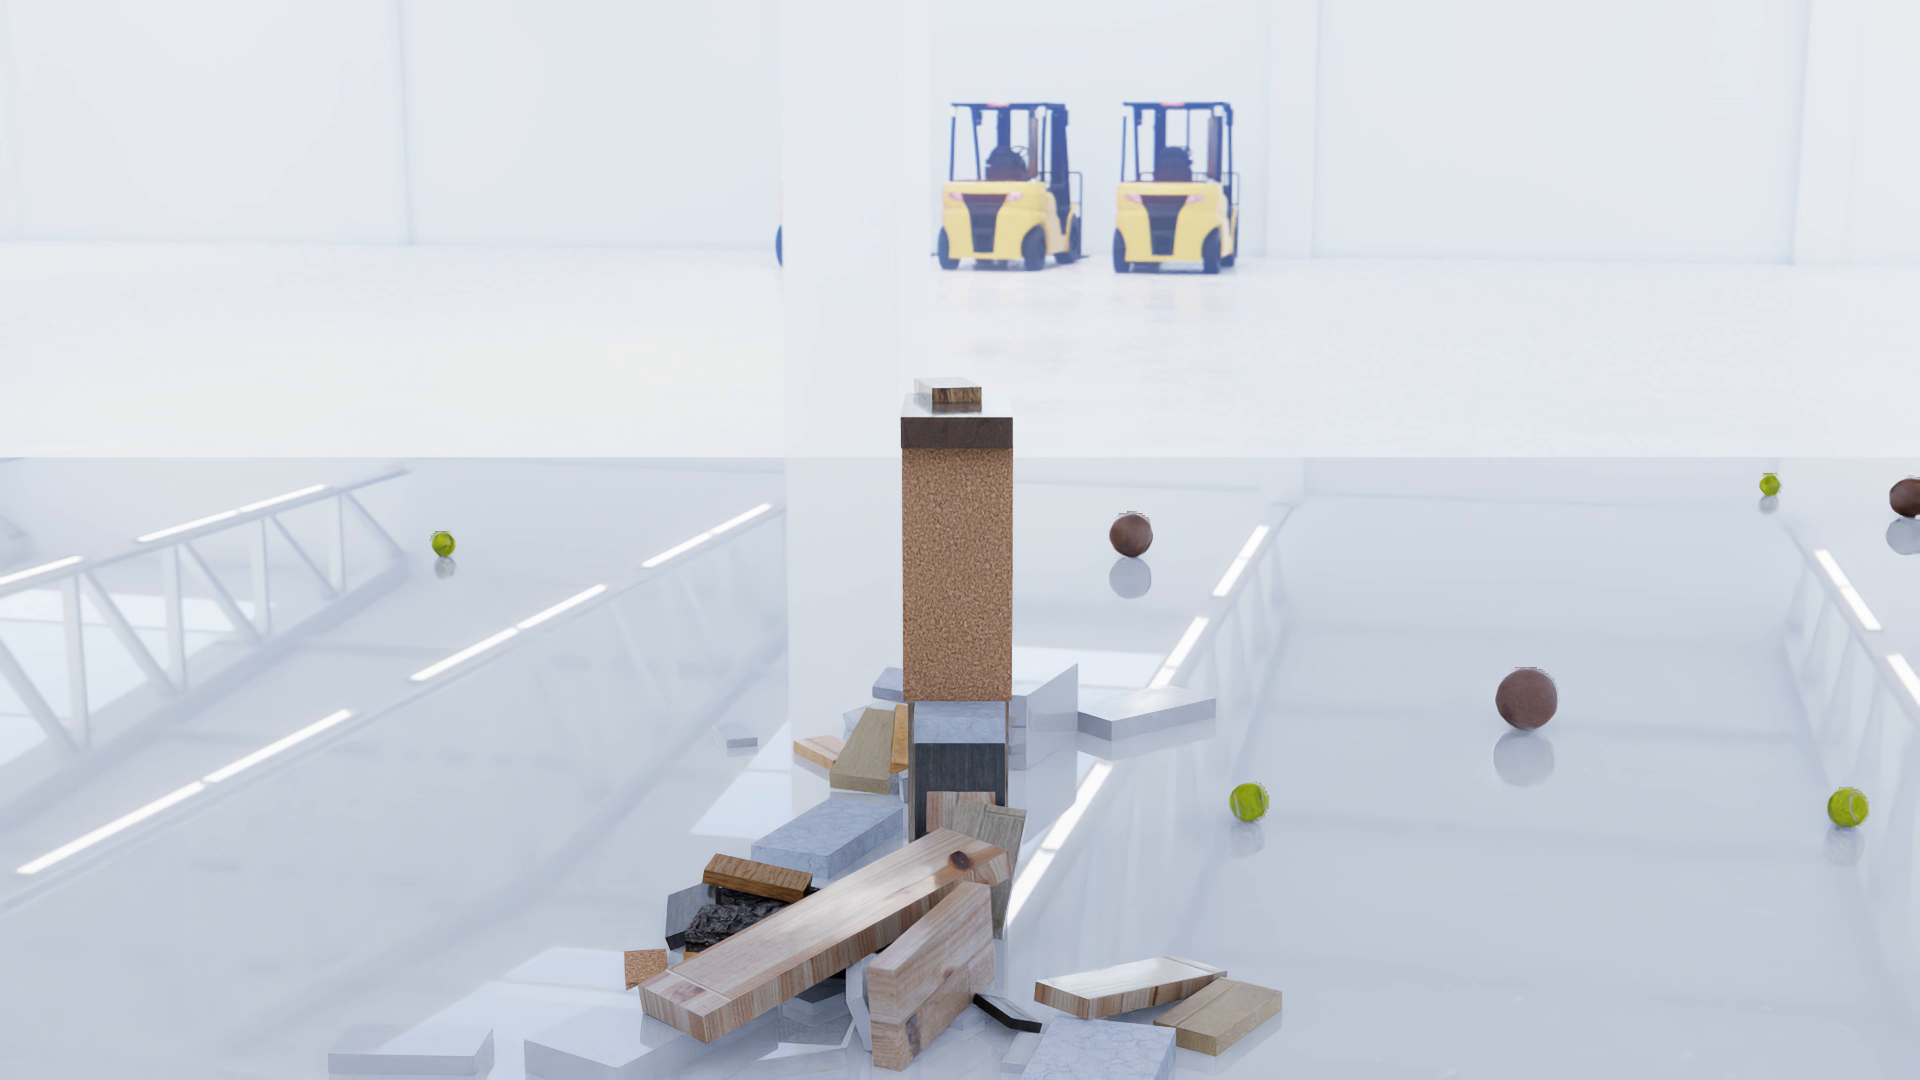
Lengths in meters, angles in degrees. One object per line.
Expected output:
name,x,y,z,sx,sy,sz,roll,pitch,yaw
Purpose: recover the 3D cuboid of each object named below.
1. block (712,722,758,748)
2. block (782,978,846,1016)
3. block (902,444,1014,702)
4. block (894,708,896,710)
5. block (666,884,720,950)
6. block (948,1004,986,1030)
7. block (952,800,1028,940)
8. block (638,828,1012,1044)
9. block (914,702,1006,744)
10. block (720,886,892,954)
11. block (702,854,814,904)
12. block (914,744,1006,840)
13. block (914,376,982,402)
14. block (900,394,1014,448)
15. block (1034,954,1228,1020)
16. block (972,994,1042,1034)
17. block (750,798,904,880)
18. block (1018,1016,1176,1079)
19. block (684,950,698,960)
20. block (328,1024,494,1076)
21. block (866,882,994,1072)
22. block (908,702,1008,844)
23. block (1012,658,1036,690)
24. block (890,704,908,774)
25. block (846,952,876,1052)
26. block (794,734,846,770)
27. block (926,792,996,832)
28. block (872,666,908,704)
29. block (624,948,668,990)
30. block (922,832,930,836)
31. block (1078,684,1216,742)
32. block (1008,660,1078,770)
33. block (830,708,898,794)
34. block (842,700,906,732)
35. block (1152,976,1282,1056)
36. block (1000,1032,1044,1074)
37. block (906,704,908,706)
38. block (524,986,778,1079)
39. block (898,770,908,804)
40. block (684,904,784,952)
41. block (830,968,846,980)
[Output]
block,-0.471,0.408,4.600,0.065,0.018,0.131,-4,11,-18
block,-0.191,0.663,3.228,0.064,0.018,0.128,10,14,42
block,-0.004,0.052,3.579,0.178,0.420,0.050,0,11,0
block,-0.055,0.396,4.493,0.104,0.030,0.209,-6,25,-18
block,-0.423,0.593,3.490,0.082,0.023,0.165,-20,15,-1
block,-0.022,0.677,3.160,0.105,0.015,0.053,8,13,36
block,0.031,0.510,3.415,0.110,0.031,0.220,8,49,7
block,-0.184,0.560,3.177,0.580,0.042,0.149,-22,23,-39
block,0.000,0.275,3.640,0.146,0.041,0.292,0,11,0
block,-0.235,0.598,3.536,0.335,0.033,0.117,7,13,33
block,-0.328,0.549,3.567,0.165,0.023,0.082,11,12,5
block,0.000,0.459,3.573,0.146,0.292,0.041,0,-3,0
block,-0.022,-0.259,3.773,0.085,0.024,0.171,-2,10,-11
block,-0.005,-0.200,3.655,0.178,0.050,0.356,0,10,0
block,0.250,0.643,3.172,0.100,0.028,0.320,10,5,42
block,0.067,0.674,3.132,0.053,0.015,0.105,17,1,-31
block,-0.232,0.526,3.897,0.149,0.042,0.298,5,11,24
block,0.148,0.730,2.787,0.168,0.048,0.505,3,11,15
block,-0.365,0.629,3.408,0.064,0.018,0.128,5,12,27
block,-0.750,0.698,3.011,0.200,0.028,0.100,0,11,2
block,-0.037,0.608,3.092,0.042,0.149,0.298,4,16,26
block,-0.003,0.383,3.834,0.174,0.347,0.049,0,11,0
block,0.095,0.337,4.912,0.153,0.043,0.444,0,11,-2
block,-0.085,0.394,4.297,0.094,0.027,0.189,10,32,-4
block,-0.138,0.633,3.144,0.023,0.082,0.247,-19,16,2
block,-0.260,0.432,4.455,0.086,0.024,0.171,-6,12,-31
block,0.001,0.513,3.509,0.110,0.220,0.031,0,-17,0
block,-0.075,0.306,4.500,0.189,0.027,0.094,9,25,15
block,-0.471,0.648,3.307,0.064,0.018,0.128,-2,11,-10
block,-0.007,0.555,3.418,0.110,0.031,0.220,0,49,0
block,0.387,0.370,4.734,0.307,0.043,0.153,-8,13,-38
block,0.170,0.356,4.507,0.043,0.153,0.307,4,11,22
block,-0.163,0.413,4.324,0.118,0.034,0.237,5,29,15
block,-0.134,0.361,4.682,0.209,0.030,0.104,-17,13,-18
block,0.368,0.676,3.128,0.100,0.028,0.200,7,13,34
block,0.094,0.704,3.014,0.053,0.015,0.105,3,11,15
block,-0.036,0.353,4.463,0.095,0.027,0.341,-8,25,-21
block,-0.425,0.679,3.059,0.168,0.048,0.337,7,13,33
block,-0.051,0.448,4.167,0.133,0.067,0.019,-18,43,-18
block,-0.285,0.588,3.308,0.233,0.033,0.117,1,11,7
block,-0.268,0.619,3.324,0.233,0.033,0.117,2,11,11
